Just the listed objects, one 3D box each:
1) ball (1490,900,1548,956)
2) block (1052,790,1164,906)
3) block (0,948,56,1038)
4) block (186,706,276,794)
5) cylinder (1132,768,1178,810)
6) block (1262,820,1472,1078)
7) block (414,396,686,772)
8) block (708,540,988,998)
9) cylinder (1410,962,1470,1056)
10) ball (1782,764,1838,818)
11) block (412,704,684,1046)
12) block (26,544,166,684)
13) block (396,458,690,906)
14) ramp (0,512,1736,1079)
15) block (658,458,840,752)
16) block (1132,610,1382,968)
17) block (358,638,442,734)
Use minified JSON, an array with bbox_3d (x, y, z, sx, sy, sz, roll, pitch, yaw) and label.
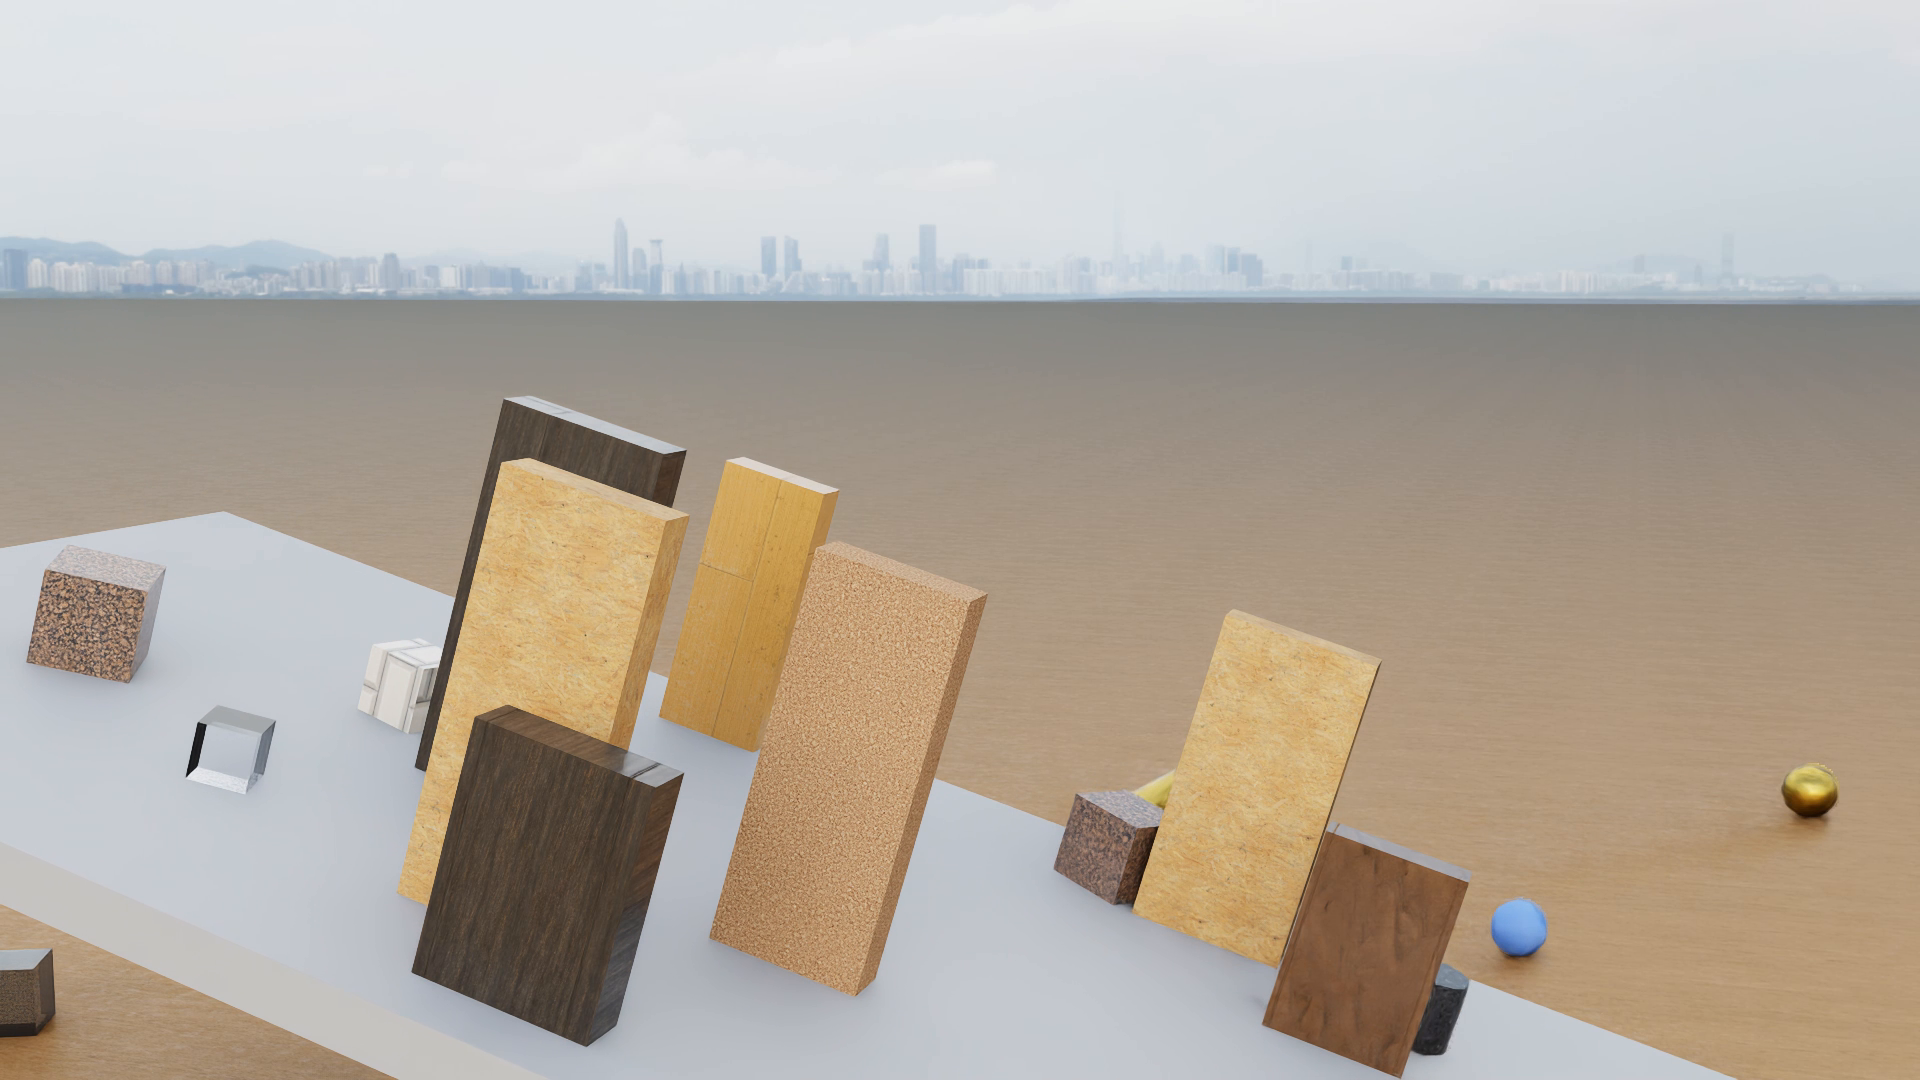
[{"bbox_3d":[1.520,1.056,5.980,0.151,0.151,0.151,0,7,0],"label":"ball"},{"bbox_3d":[0.348,0.666,4.779,0.179,0.179,0.179,26,15,40],"label":"block"},{"bbox_3d":[-2.342,1.115,5.415,0.168,0.168,0.168,-1,7,-7],"label":"block"},{"bbox_3d":[-1.327,0.381,4.003,0.110,0.110,0.110,15,11,-4],"label":"block"},{"bbox_3d":[0.472,0.638,5.093,0.163,0.163,0.163,-30,-4,19],"label":"cylinder"},{"bbox_3d":[0.780,0.785,4.221,0.279,0.410,0.082,19,12,14],"label":"block"},{"bbox_3d":[-0.795,0.138,4.252,0.344,0.759,0.106,19,12,14],"label":"block"},{"bbox_3d":[-0.200,0.401,3.866,0.288,0.740,0.109,19,12,14],"label":"block"},{"bbox_3d":[0.925,0.929,4.398,0.147,0.147,0.147,15,11,-3],"label":"cylinder"},{"bbox_3d":[2.904,0.858,7.515,0.179,0.179,0.179,0,7,0],"label":"ball"},{"bbox_3d":[-0.647,0.522,3.441,0.316,0.436,0.105,19,12,14],"label":"block"},{"bbox_3d":[-1.716,0.146,4.377,0.194,0.194,0.194,14,12,-12],"label":"block"},{"bbox_3d":[-0.700,0.280,3.672,0.304,0.772,0.094,19,12,14],"label":"block"},{"bbox_3d":[-0.372,0.720,4.236,4.000,0.100,2.000,19,12,14],"label":"ramp"},{"bbox_3d":[-0.481,0.146,4.999,0.243,0.619,0.100,19,12,14],"label":"block"},{"bbox_3d":[0.617,0.518,4.594,0.324,0.676,0.090,19,12,14],"label":"block"},{"bbox_3d":[-1.134,0.301,4.567,0.142,0.142,0.142,21,13,25],"label":"block"}]
